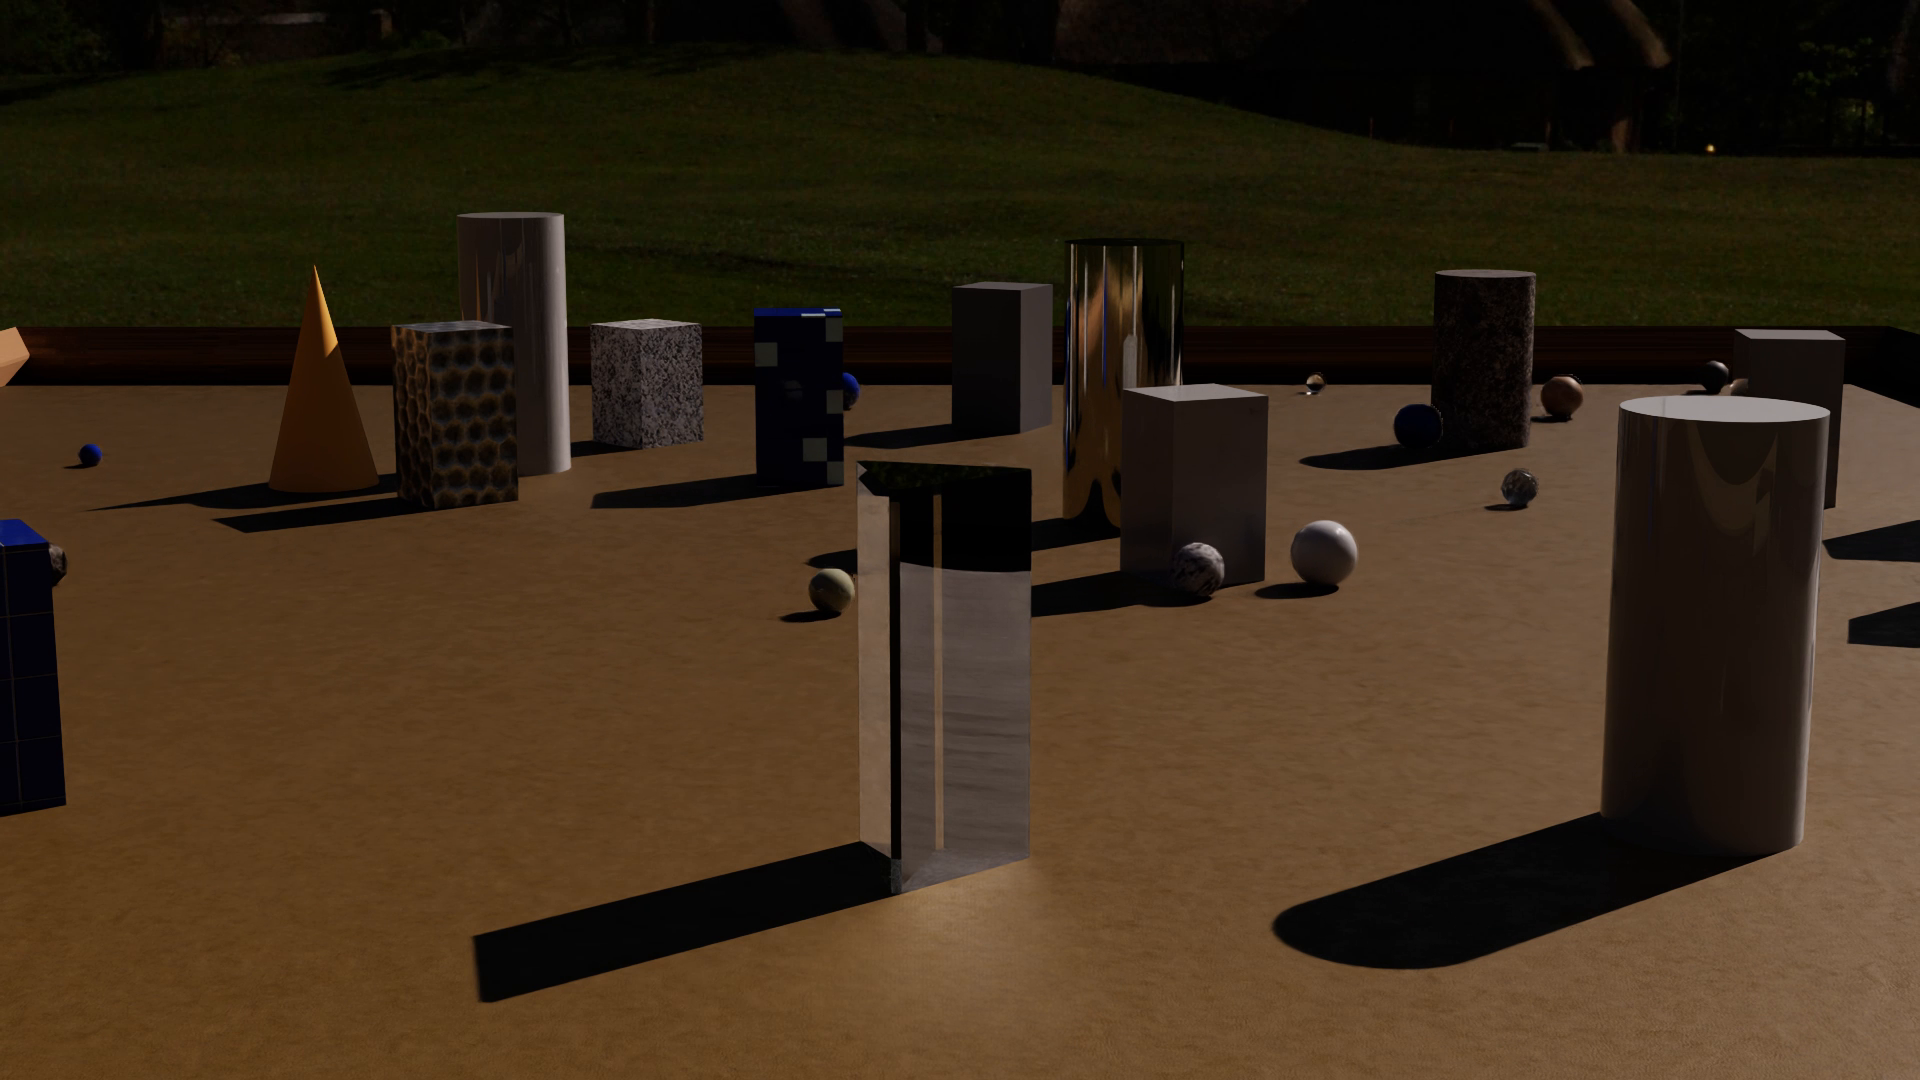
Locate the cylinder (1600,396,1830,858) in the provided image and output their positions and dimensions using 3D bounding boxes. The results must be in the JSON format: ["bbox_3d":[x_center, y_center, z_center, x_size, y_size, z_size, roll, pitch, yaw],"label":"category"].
[{"bbox_3d":[0.715,0.077,2.437,0.190,0.407,0.190,0,11,0],"label":"cylinder"}]

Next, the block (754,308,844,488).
[{"bbox_3d":[-0.284,-0.253,4.507,0.152,0.297,0.152,-1,11,-5],"label":"block"}]

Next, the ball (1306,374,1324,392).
[{"bbox_3d":[0.792,-0.349,5.722,0.040,0.040,0.040,0,11,0],"label":"ball"}]

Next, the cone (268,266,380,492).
[{"bbox_3d":[-1.112,-0.287,4.454,0.190,0.384,0.190,0,11,0],"label":"cone"}]

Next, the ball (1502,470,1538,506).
[{"bbox_3d":[0.930,-0.087,4.265,0.059,0.059,0.059,0,11,0],"label":"ball"}]

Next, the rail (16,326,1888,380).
[{"bbox_3d":[-0.014,-0.428,5.918,4.331,0.123,0.045,0,11,0],"label":"rail"}]

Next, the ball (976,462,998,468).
[{"bbox_3d":[0.044,-0.100,4.329,0.063,0.063,0.063,0,11,0],"label":"ball"}]

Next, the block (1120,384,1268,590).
[{"bbox_3d":[0.333,-0.079,3.662,0.152,0.265,0.152,-5,12,-24],"label":"block"}]

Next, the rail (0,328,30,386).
[{"bbox_3d":[-2.142,0.034,3.437,0.045,0.123,5.069,0,11,0],"label":"rail"}]

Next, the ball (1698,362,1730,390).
[{"bbox_3d":[1.690,-0.368,5.752,0.067,0.067,0.067,0,11,0],"label":"ball"}]

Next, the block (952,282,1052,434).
[{"bbox_3d":[0.085,-0.370,5.169,0.152,0.285,0.152,5,12,26],"label":"block"}]

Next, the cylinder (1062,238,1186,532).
[{"bbox_3d":[0.259,-0.248,4.073,0.190,0.447,0.190,0,11,0],"label":"cylinder"}]

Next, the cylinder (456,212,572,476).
[{"bbox_3d":[-0.802,-0.355,4.620,0.190,0.457,0.190,0,11,0],"label":"cylinder"}]

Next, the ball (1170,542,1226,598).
[{"bbox_3d":[0.327,0.041,3.533,0.076,0.076,0.076,0,11,0],"label":"ball"}]

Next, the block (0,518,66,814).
[{"bbox_3d":[-0.991,0.128,2.551,0.152,0.266,0.152,-6,12,-30],"label":"block"}]

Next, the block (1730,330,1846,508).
[{"bbox_3d":[1.385,-0.206,4.309,0.152,0.278,0.152,1,11,7],"label":"block"}]

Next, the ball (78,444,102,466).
[{"bbox_3d":[-1.589,-0.156,4.687,0.041,0.041,0.041,0,11,0],"label":"ball"}]

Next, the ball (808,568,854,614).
[{"bbox_3d":[-0.172,0.067,3.432,0.061,0.061,0.061,0,11,0],"label":"ball"}]

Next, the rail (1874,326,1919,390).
[{"bbox_3d":[2.142,0.029,3.461,0.045,0.123,5.069,0,11,0],"label":"rail"}]

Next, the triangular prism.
[{"bbox_3d":[-0.044,0.115,2.349,0.164,0.364,0.142,-10,14,-42],"label":"triangular prism"}]

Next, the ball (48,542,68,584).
[{"bbox_3d":[-1.288,0.034,3.611,0.061,0.061,0.061,0,11,0],"label":"ball"}]

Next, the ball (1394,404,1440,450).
[{"bbox_3d":[0.868,-0.215,4.874,0.089,0.089,0.089,0,11,0],"label":"ball"}]

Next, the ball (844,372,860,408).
[{"bbox_3d":[-0.251,-0.318,5.456,0.078,0.078,0.078,0,11,0],"label":"ball"}]

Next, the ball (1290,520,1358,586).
[{"bbox_3d":[0.511,0.019,3.607,0.093,0.093,0.093,0,11,0],"label":"ball"}]

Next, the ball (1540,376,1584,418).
[{"bbox_3d":[1.248,-0.297,5.319,0.087,0.087,0.087,0,11,0],"label":"ball"}]

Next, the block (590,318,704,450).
[{"bbox_3d":[-0.606,-0.305,4.971,0.152,0.229,0.152,10,15,43],"label":"block"}]

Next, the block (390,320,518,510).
[{"bbox_3d":[-0.848,-0.213,4.307,0.152,0.292,0.152,-7,13,-35],"label":"block"}]

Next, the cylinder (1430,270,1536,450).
[{"bbox_3d":[1.006,-0.349,4.939,0.190,0.328,0.190,0,11,0],"label":"cylinder"}]
